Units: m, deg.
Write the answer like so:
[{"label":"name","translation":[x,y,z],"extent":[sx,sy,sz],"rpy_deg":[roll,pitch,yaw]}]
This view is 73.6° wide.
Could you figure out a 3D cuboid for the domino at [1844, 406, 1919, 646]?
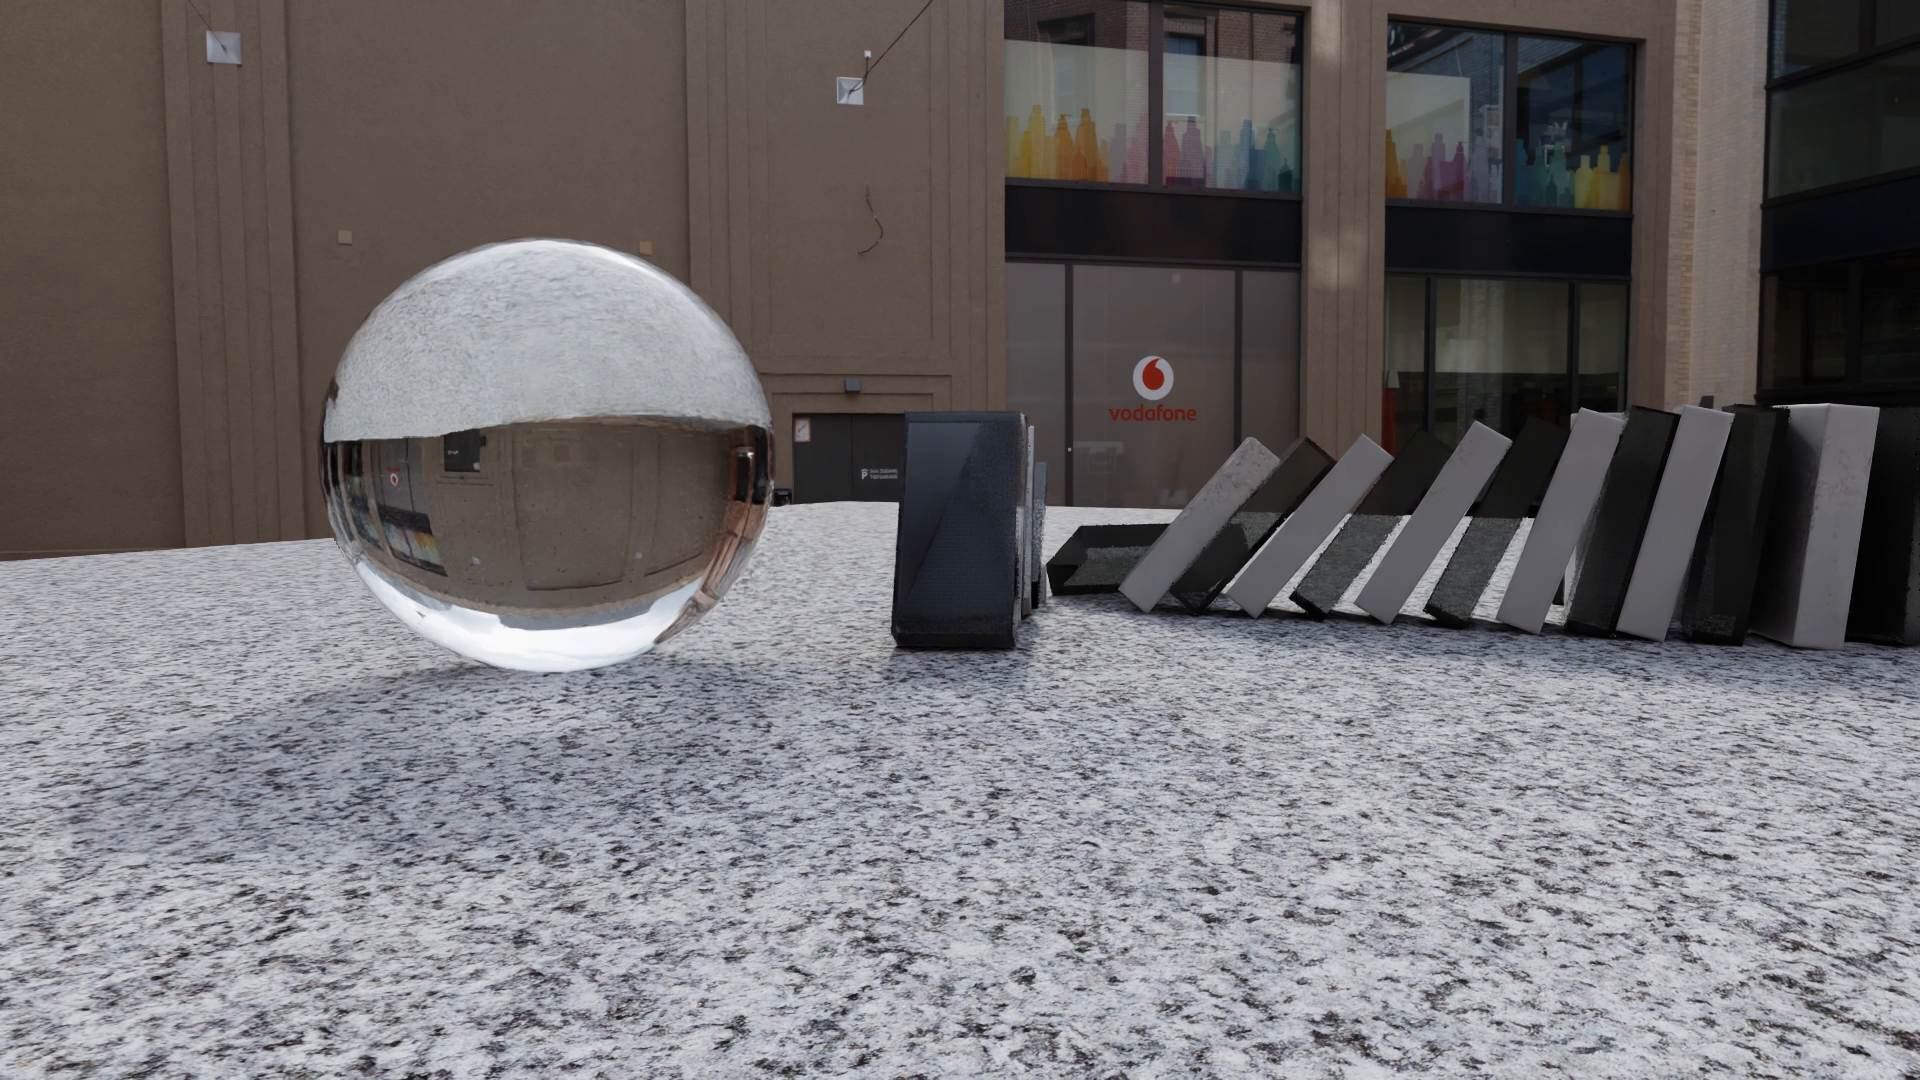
[{"label":"domino","translation":[0.196,-0.004,0.280],"extent":[0.009,0.050,0.025],"rpy_deg":[1,4,-28]}]

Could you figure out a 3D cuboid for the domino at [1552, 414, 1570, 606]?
[{"label":"domino","translation":[0.169,-0.007,0.332],"extent":[0.009,0.050,0.025],"rpy_deg":[-4,6,-40]}]

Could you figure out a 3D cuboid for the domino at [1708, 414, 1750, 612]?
[{"label":"domino","translation":[0.201,-0.007,0.333],"extent":[0.010,0.050,0.025],"rpy_deg":[3,5,35]}]

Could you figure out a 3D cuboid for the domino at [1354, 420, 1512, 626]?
[{"label":"domino","translation":[0.113,-0.004,0.306],"extent":[0.010,0.050,0.025],"rpy_deg":[34,16,18]}]

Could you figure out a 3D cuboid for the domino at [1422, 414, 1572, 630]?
[{"label":"domino","translation":[0.126,-0.005,0.300],"extent":[0.009,0.050,0.025],"rpy_deg":[29,15,20]}]

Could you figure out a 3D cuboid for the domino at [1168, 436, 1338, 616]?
[{"label":"domino","translation":[0.073,-0.004,0.324],"extent":[0.009,0.050,0.025],"rpy_deg":[41,9,4]}]

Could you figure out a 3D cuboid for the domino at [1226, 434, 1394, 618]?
[{"label":"domino","translation":[0.087,-0.004,0.318],"extent":[0.010,0.050,0.025],"rpy_deg":[41,15,11]}]

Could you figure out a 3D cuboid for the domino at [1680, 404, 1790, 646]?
[{"label":"domino","translation":[0.168,-0.004,0.279],"extent":[0.009,0.050,0.025],"rpy_deg":[10,8,24]}]

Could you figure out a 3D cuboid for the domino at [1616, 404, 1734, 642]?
[{"label":"domino","translation":[0.157,-0.004,0.284],"extent":[0.009,0.050,0.025],"rpy_deg":[16,10,23]}]

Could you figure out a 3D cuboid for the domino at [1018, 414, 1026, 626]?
[{"label":"domino","translation":[0.002,-0.005,0.305],"extent":[0.025,0.050,0.009],"rpy_deg":[0,-20,6]}]

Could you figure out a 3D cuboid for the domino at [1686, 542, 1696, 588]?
[{"label":"domino","translation":[0.184,-0.008,0.336],"extent":[0.009,0.050,0.025],"rpy_deg":[0,4,-4]}]

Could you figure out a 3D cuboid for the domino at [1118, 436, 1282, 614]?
[{"label":"domino","translation":[0.061,-0.004,0.329],"extent":[0.010,0.050,0.025],"rpy_deg":[41,9,4]}]

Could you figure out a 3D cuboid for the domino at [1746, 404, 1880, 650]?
[{"label":"domino","translation":[0.181,-0.003,0.274],"extent":[0.009,0.050,0.025],"rpy_deg":[6,6,9]}]

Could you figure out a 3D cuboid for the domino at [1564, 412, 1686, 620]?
[{"label":"domino","translation":[0.164,-0.006,0.316],"extent":[0.025,0.050,0.009],"rpy_deg":[1,4,11]}]

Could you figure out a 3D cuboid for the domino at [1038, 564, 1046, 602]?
[{"label":"domino","translation":[0.010,0.010,0.371],"extent":[0.025,0.010,0.050],"rpy_deg":[0,4,-2]}]

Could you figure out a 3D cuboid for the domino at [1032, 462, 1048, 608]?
[{"label":"domino","translation":[0.010,-0.003,0.348],"extent":[0.025,0.010,0.050],"rpy_deg":[2,41,6]}]

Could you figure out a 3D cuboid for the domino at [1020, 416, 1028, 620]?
[{"label":"domino","translation":[0.004,-0.006,0.316],"extent":[0.025,0.050,0.009],"rpy_deg":[0,-20,6]}]

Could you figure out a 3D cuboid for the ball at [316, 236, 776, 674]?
[{"label":"ball","translation":[-0.074,-0.015,0.238],"extent":[0.080,0.080,0.080],"rpy_deg":[0,4,0]}]

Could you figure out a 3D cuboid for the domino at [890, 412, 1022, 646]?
[{"label":"domino","translation":[0.000,-0.003,0.274],"extent":[0.025,0.050,0.009],"rpy_deg":[0,-20,6]}]

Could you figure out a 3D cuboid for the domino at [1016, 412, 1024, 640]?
[{"label":"domino","translation":[0.001,-0.004,0.285],"extent":[0.025,0.050,0.010],"rpy_deg":[0,-20,6]}]

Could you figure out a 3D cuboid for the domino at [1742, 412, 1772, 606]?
[{"label":"domino","translation":[0.209,-0.006,0.320],"extent":[0.025,0.050,0.010],"rpy_deg":[-2,4,-25]}]

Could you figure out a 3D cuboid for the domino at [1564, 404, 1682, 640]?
[{"label":"domino","translation":[0.148,-0.004,0.288],"extent":[0.010,0.050,0.025],"rpy_deg":[16,11,23]}]

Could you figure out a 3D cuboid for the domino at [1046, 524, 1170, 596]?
[{"label":"domino","translation":[0.052,0.005,0.360],"extent":[0.050,0.010,0.025],"rpy_deg":[-2,-25,-22]}]

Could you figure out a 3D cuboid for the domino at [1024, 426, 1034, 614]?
[{"label":"domino","translation":[0.006,-0.006,0.330],"extent":[0.025,0.050,0.010],"rpy_deg":[0,-28,5]}]

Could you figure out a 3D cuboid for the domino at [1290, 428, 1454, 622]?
[{"label":"domino","translation":[0.100,-0.004,0.312],"extent":[0.010,0.050,0.025],"rpy_deg":[38,16,14]}]

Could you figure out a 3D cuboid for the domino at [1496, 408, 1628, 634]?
[{"label":"domino","translation":[0.137,-0.005,0.294],"extent":[0.009,0.050,0.025],"rpy_deg":[22,13,22]}]

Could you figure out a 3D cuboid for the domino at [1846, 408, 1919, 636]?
[{"label":"domino","translation":[0.206,-0.005,0.291],"extent":[0.025,0.050,0.009],"rpy_deg":[4,4,35]}]
